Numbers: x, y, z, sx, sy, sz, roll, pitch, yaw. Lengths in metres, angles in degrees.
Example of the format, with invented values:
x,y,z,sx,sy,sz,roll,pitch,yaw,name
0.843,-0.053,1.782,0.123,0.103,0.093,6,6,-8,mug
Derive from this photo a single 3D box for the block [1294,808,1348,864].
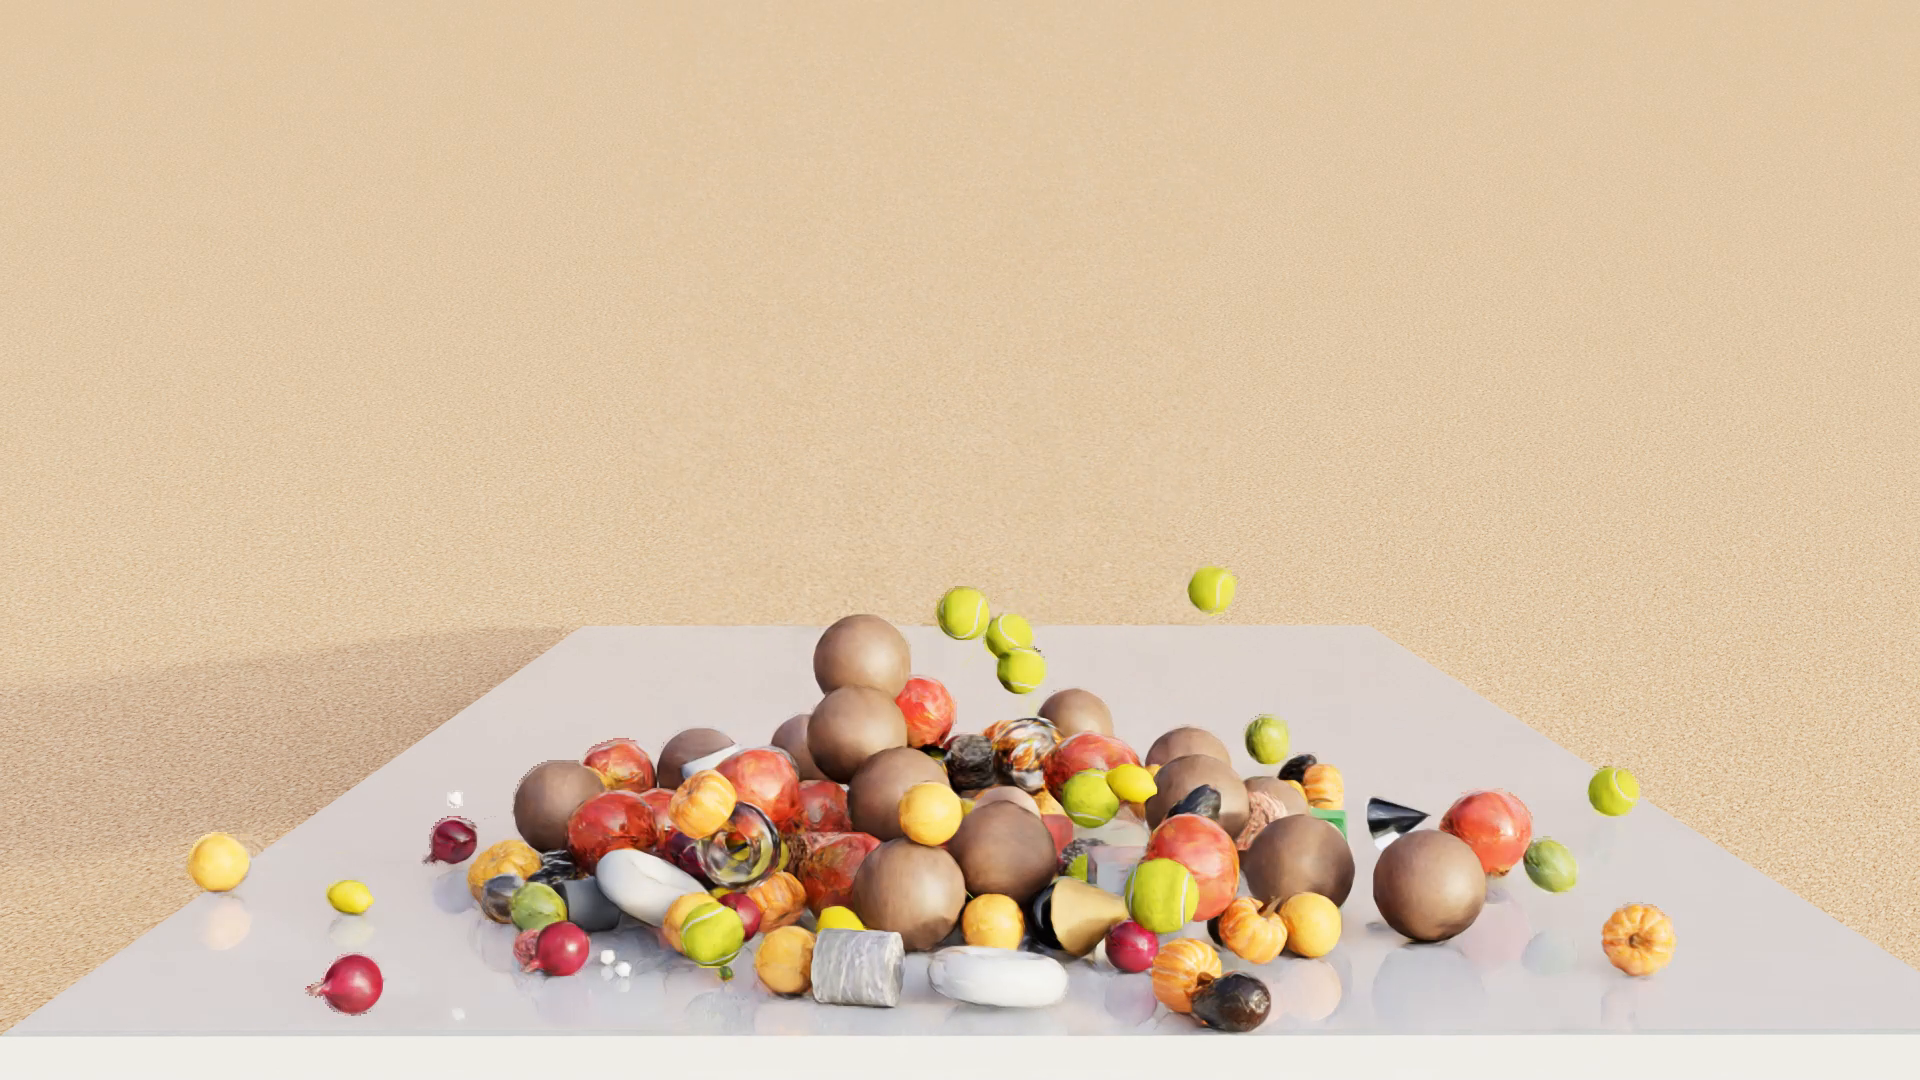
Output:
x,y,z,sx,sy,sz,roll,pitch,yaw,name
0.485,0.397,3.442,0.063,0.063,0.063,1,4,16,block

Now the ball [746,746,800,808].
x,y,z,sx,sy,sz,roll,pitch,yaw,name
-0.287,0.355,3.841,0.094,0.094,0.094,0,19,0,ball

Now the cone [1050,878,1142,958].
x,y,z,sx,sy,sz,roll,pitch,yaw,name
0.164,0.412,2.851,0.091,0.091,0.091,-18,8,32,cone

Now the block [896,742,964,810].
x,y,z,sx,sy,sz,roll,pitch,yaw,name
-0.040,0.330,3.573,0.061,0.061,0.061,23,37,-45,block

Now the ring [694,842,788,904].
x,y,z,sx,sy,sz,roll,pitch,yaw,name
-0.271,0.407,3.146,0.132,0.044,0.132,-27,-4,-2,ring

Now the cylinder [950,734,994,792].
x,y,z,sx,sy,sz,roll,pitch,yaw,name
0.017,0.295,3.402,0.054,0.054,0.054,-3,35,2,cylinder

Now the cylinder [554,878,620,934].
x,y,z,sx,sy,sz,roll,pitch,yaw,name
-0.437,0.428,3.010,0.061,0.061,0.061,-2,18,-25,cylinder

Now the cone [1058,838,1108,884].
x,y,z,sx,sy,sz,roll,pitch,yaw,name
0.158,0.425,3.243,0.079,0.079,0.079,-2,-23,-5,cone

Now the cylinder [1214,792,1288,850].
x,y,z,sx,sy,sz,roll,pitch,yaw,name
0.368,0.354,3.238,0.072,0.072,0.072,10,0,27,cylinder

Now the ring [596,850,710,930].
x,y,z,sx,sy,sz,roll,pitch,yaw,name
-0.355,0.406,2.975,0.144,0.048,0.144,26,5,-3,ring

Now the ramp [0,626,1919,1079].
x,y,z,sx,sy,sz,roll,pitch,yaw,name
0.045,0.404,4.539,2.000,0.100,4.000,0,4,0,ramp

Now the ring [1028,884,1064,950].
x,y,z,sx,sy,sz,roll,pitch,yaw,name
0.114,0.430,2.929,0.077,0.026,0.077,6,62,-12,ring

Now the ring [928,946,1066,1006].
x,y,z,sx,sy,sz,roll,pitch,yaw,name
0.039,0.451,2.656,0.145,0.048,0.145,6,-3,0,ring

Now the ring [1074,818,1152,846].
x,y,z,sx,sy,sz,roll,pitch,yaw,name
0.183,0.405,3.440,0.146,0.049,0.146,1,3,0,ring

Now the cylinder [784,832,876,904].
x,y,z,sx,sy,sz,roll,pitch,yaw,name
-0.161,0.403,3.160,0.086,0.086,0.086,1,17,-26,cylinder

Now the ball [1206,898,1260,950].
x,y,z,sx,sy,sz,roll,pitch,yaw,name
0.310,0.435,2.913,0.059,0.059,0.059,0,19,0,ball

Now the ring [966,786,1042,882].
x,y,z,sx,sy,sz,roll,pitch,yaw,name
0.055,0.373,3.264,0.041,0.122,0.122,16,4,-42,ring

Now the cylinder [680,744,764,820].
x,y,z,sx,sy,sz,roll,pitch,yaw,name
-0.342,0.351,3.678,0.093,0.093,0.093,-21,-1,-1,cylinder

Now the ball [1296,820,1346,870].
x,y,z,sx,sy,sz,roll,pitch,yaw,name
0.476,0.401,3.379,0.064,0.064,0.064,0,19,0,ball

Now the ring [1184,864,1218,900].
x,y,z,sx,sy,sz,roll,pitch,yaw,name
0.272,0.428,3.217,0.101,0.034,0.101,-1,3,0,ring

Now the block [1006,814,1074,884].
x,y,z,sx,sy,sz,roll,pitch,yaw,name
0.102,0.399,3.325,0.075,0.075,0.075,1,4,14,block

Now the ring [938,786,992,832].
x,y,z,sx,sy,sz,roll,pitch,yaw,name
0.037,0.363,3.621,0.144,0.048,0.144,-20,15,6,ring

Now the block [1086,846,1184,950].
x,y,z,sx,sy,sz,roll,pitch,yaw,name
0.201,0.412,2.962,0.099,0.099,0.099,0,4,-4,block

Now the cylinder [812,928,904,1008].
x,y,z,sx,sy,sz,roll,pitch,yaw,name
-0.105,0.444,2.665,0.077,0.077,0.077,1,19,15,cylinder

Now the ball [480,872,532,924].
x,y,z,sx,sy,sz,roll,pitch,yaw,name
-0.539,0.426,3.049,0.060,0.060,0.060,0,19,0,ball

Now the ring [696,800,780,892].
x,y,z,sx,sy,sz,roll,pitch,yaw,name
-0.257,0.354,2.970,0.108,0.108,0.036,8,12,22,ring
